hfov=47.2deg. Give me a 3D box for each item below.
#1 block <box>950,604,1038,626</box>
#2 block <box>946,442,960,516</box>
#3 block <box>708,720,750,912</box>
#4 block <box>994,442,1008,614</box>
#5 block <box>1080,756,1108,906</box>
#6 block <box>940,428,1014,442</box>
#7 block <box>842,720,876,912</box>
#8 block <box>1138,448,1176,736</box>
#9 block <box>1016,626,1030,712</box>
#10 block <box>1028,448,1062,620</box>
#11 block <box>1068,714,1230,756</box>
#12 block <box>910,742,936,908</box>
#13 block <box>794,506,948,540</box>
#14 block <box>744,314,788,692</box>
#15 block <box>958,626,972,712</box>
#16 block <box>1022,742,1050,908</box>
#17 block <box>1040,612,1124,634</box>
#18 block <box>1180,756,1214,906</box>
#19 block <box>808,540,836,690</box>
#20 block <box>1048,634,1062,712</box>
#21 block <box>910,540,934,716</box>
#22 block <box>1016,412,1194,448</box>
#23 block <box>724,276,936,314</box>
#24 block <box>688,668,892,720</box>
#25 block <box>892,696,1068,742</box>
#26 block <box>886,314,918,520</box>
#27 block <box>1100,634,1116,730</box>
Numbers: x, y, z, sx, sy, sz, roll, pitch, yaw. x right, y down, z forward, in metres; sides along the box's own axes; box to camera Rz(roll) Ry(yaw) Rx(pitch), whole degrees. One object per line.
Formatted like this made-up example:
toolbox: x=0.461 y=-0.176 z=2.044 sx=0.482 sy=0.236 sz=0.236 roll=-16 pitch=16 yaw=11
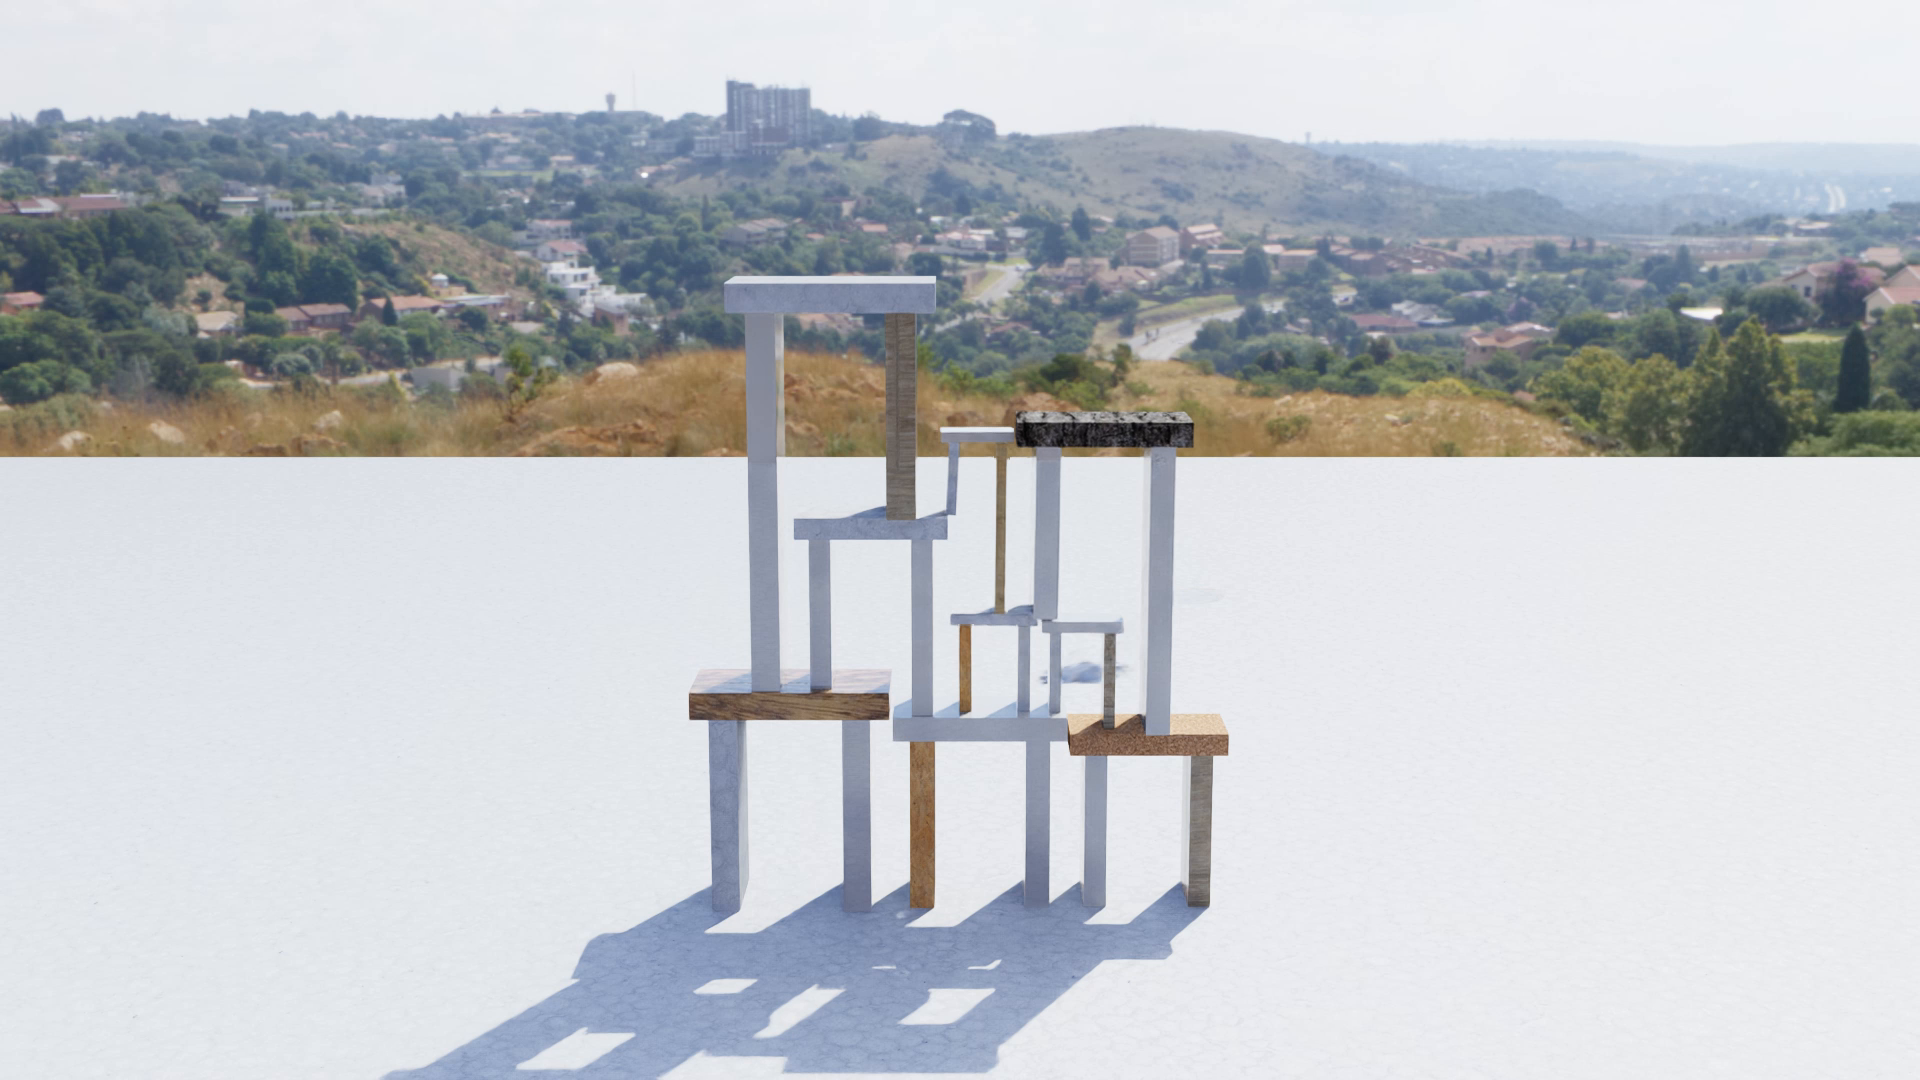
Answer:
block: x=0.057 y=0.122 z=3.591 sx=0.142 sy=0.020 sz=0.071 roll=0 pitch=11 yaw=3
block: x=-0.012 y=-0.102 z=3.537 sx=0.017 sy=0.117 sz=0.059 roll=3 pitch=11 yaw=-1
block: x=-0.381 y=0.433 z=3.636 sx=0.046 sy=0.321 sz=0.161 roll=0 pitch=11 yaw=0
block: x=0.065 y=-0.023 z=3.554 sx=0.017 sy=0.279 sz=0.058 roll=1 pitch=10 yaw=0
block: x=0.221 y=0.464 z=3.646 sx=0.036 sy=0.257 sz=0.128 roll=0 pitch=11 yaw=0
block: x=0.027 y=-0.169 z=3.527 sx=0.117 sy=0.017 sz=0.058 roll=-1 pitch=10 yaw=-3
block: x=-0.167 y=0.433 z=3.636 sx=0.046 sy=0.321 sz=0.161 roll=0 pitch=11 yaw=0
block: x=0.320 y=0.072 z=3.572 sx=0.039 sy=0.468 sz=0.139 roll=0 pitch=11 yaw=0
block: x=0.104 y=0.203 z=3.602 sx=0.020 sy=0.142 sz=0.071 roll=0 pitch=11 yaw=0
block: x=0.137 y=-0.022 z=3.554 sx=0.039 sy=0.277 sz=0.139 roll=0 pitch=11 yaw=-2
block: x=0.306 y=0.320 z=3.619 sx=0.257 sy=0.036 sz=0.128 roll=0 pitch=11 yaw=0
block: x=-0.062 y=0.451 z=3.644 sx=0.040 sy=0.282 sz=0.141 roll=0 pitch=11 yaw=0
block: x=-0.142 y=-0.028 z=3.554 sx=0.245 sy=0.035 sz=0.122 roll=0 pitch=11 yaw=0
block: x=-0.311 y=-0.069 z=3.550 sx=0.046 sy=0.606 sz=0.163 roll=0 pitch=11 yaw=0
block: x=0.009 y=0.203 z=3.602 sx=0.020 sy=0.142 sz=0.071 roll=0 pitch=11 yaw=0
block: x=0.126 y=0.451 z=3.644 sx=0.040 sy=0.282 sz=0.141 roll=0 pitch=11 yaw=0
block: x=0.198 y=0.135 z=3.581 sx=0.132 sy=0.019 sz=0.066 roll=0 pitch=11 yaw=0
block: x=0.392 y=0.464 z=3.646 sx=0.036 sy=0.257 sz=0.128 roll=0 pitch=11 yaw=0
block: x=-0.224 y=0.109 z=3.580 sx=0.035 sy=0.245 sz=0.122 roll=0 pitch=11 yaw=0
block: x=0.154 y=0.209 z=3.595 sx=0.019 sy=0.132 sz=0.066 roll=0 pitch=11 yaw=0
block: x=-0.061 y=0.131 z=3.584 sx=0.035 sy=0.290 sz=0.122 roll=0 pitch=11 yaw=0
block: x=0.229 y=-0.178 z=3.525 sx=0.277 sy=0.039 sz=0.139 roll=0 pitch=11 yaw=0
block: x=-0.202 y=-0.390 z=3.491 sx=0.327 sy=0.046 sz=0.163 roll=0 pitch=11 yaw=0
block: x=-0.274 y=0.252 z=3.602 sx=0.321 sy=0.046 sz=0.161 roll=0 pitch=11 yaw=0
block: x=0.032 y=0.293 z=3.615 sx=0.282 sy=0.040 sz=0.141 roll=0 pitch=11 yaw=0
block: x=-0.093 y=-0.207 z=3.525 sx=0.046 sy=0.327 sz=0.163 roll=0 pitch=11 yaw=0
block: x=0.243 y=0.224 z=3.597 sx=0.019 sy=0.161 sz=0.066 roll=0 pitch=11 yaw=0
